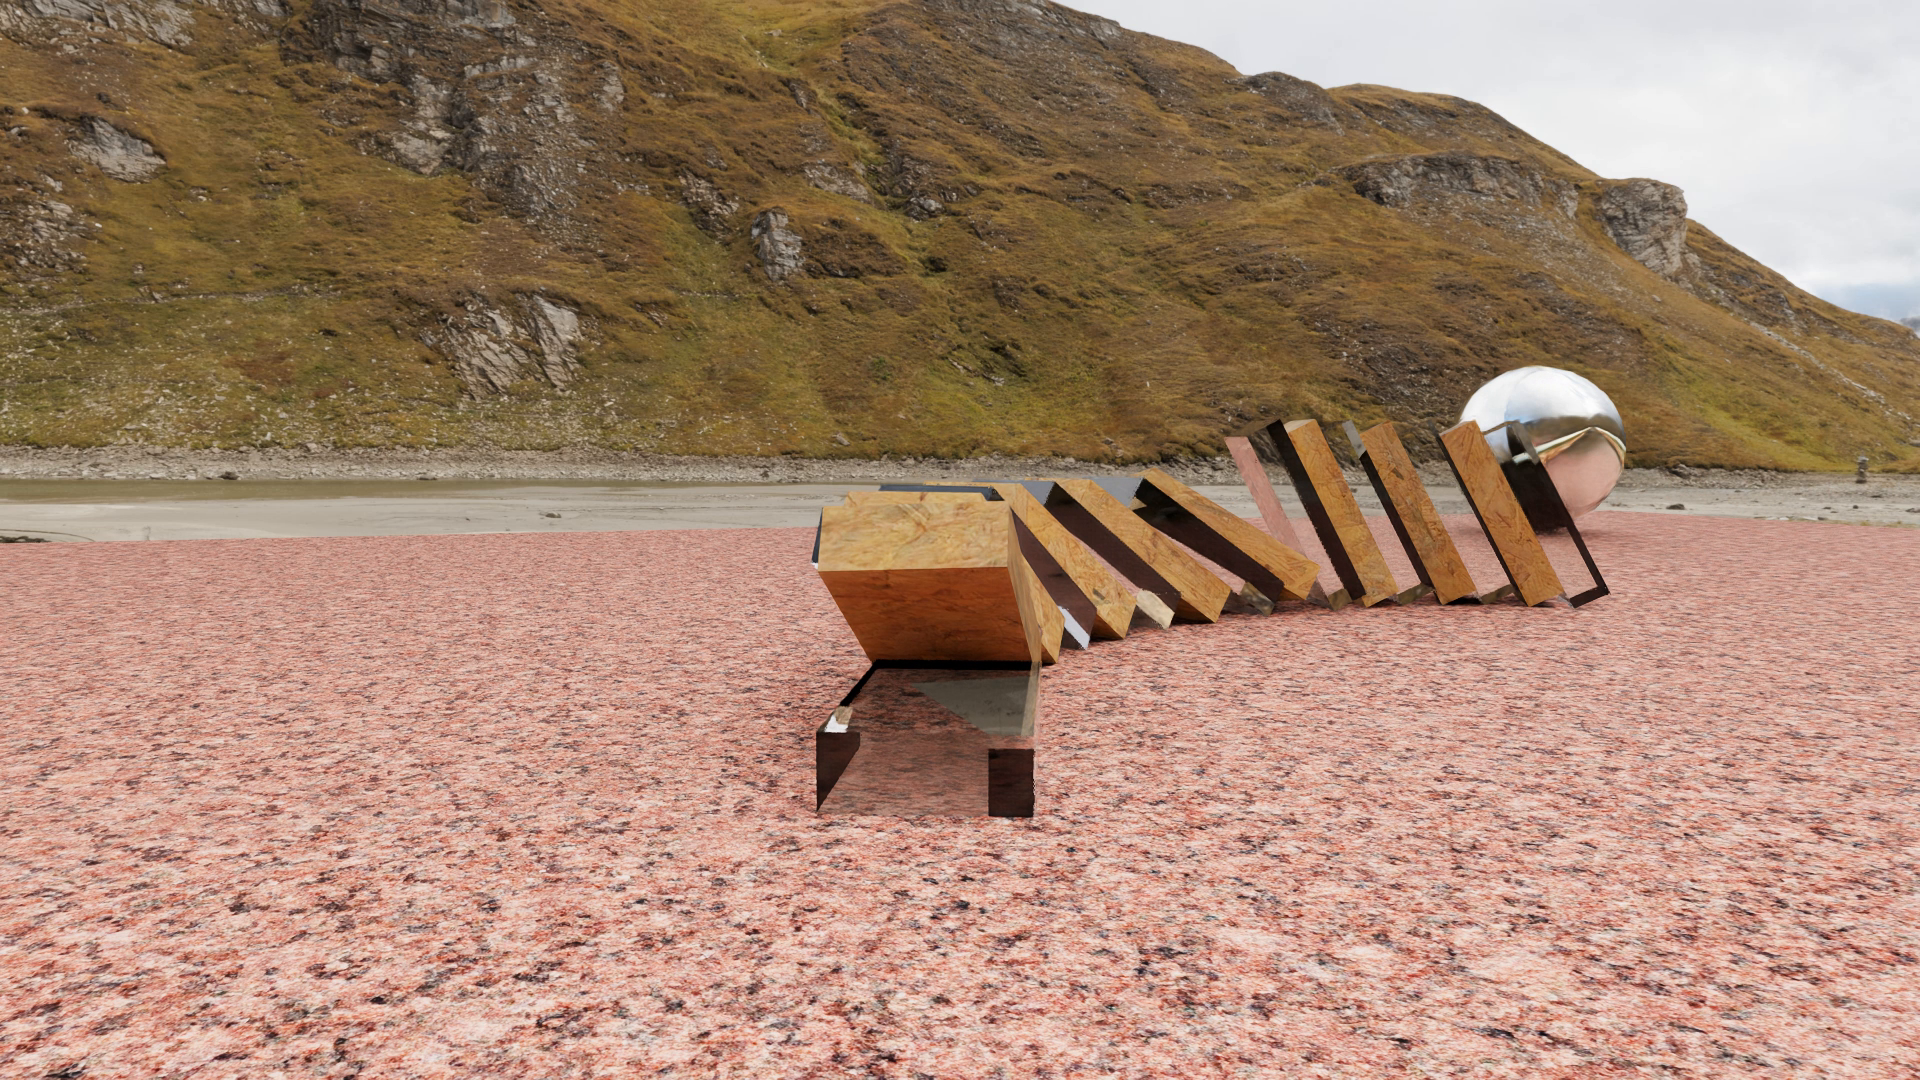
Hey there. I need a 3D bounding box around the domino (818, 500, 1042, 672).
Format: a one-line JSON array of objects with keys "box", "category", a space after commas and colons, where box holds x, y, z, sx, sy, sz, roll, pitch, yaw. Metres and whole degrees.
[{"box": [-0.003, 0.010, 0.190, 0.025, 0.010, 0.050, -2, -26, 8], "category": "domino"}]

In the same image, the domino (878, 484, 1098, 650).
[{"box": [0.006, 0.006, 0.255, 0.025, 0.010, 0.050, 3, -27, 33], "category": "domino"}]

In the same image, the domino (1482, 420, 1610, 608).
[{"box": [0.155, -0.008, 0.343, 0.010, 0.050, 0.025, -27, -3, 16], "category": "domino"}]

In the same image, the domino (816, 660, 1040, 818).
[{"box": [-0.002, 0.025, 0.172, 0.025, 0.010, 0.050, 0, 4, 4], "category": "domino"}]

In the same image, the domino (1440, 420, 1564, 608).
[{"box": [0.145, -0.008, 0.347, 0.009, 0.050, 0.025, -27, -3, 16], "category": "domino"}]

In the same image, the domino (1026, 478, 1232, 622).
[{"box": [0.038, 0.002, 0.304, 0.050, 0.009, 0.025, 34, -14, -29], "category": "domino"}]

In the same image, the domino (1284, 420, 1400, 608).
[{"box": [0.099, -0.008, 0.344, 0.010, 0.050, 0.025, -27, 4, 2], "category": "domino"}]

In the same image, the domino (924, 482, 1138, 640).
[{"box": [0.014, 0.005, 0.272, 0.025, 0.010, 0.050, 4, -27, 40], "category": "domino"}]

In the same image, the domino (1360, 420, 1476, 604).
[{"box": [0.124, -0.008, 0.351, 0.009, 0.050, 0.025, -27, -3, 16], "category": "domino"}]

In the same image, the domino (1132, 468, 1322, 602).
[{"box": [0.064, -0.001, 0.329, 0.050, 0.010, 0.025, 30, -10, -8], "category": "domino"}]

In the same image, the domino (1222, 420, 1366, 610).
[{"box": [0.087, -0.007, 0.337, 0.009, 0.050, 0.025, -28, 5, 0], "category": "domino"}]

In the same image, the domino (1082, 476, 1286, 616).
[{"box": [0.053, 0.002, 0.315, 0.050, 0.010, 0.025, 33, -12, -25], "category": "domino"}]

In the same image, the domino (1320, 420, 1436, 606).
[{"box": [0.111, -0.008, 0.349, 0.010, 0.050, 0.025, -27, 1, 8], "category": "domino"}]

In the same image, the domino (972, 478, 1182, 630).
[{"box": [0.025, 0.004, 0.288, 0.025, 0.009, 0.050, 5, -26, 48], "category": "domino"}]

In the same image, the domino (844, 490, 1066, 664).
[{"box": [0.000, 0.008, 0.235, 0.025, 0.009, 0.050, 2, -27, 24], "category": "domino"}]

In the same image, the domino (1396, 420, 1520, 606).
[{"box": [0.135, -0.008, 0.350, 0.010, 0.050, 0.025, -27, -3, 16], "category": "domino"}]

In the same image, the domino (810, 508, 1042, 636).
[{"box": [-0.004, 0.010, 0.215, 0.025, 0.010, 0.050, 1, -25, 17], "category": "domino"}]

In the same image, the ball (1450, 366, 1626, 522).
[{"box": [0.281, -0.045, 0.627, 0.080, 0.080, 0.080, 0, 4, 0], "category": "ball"}]
